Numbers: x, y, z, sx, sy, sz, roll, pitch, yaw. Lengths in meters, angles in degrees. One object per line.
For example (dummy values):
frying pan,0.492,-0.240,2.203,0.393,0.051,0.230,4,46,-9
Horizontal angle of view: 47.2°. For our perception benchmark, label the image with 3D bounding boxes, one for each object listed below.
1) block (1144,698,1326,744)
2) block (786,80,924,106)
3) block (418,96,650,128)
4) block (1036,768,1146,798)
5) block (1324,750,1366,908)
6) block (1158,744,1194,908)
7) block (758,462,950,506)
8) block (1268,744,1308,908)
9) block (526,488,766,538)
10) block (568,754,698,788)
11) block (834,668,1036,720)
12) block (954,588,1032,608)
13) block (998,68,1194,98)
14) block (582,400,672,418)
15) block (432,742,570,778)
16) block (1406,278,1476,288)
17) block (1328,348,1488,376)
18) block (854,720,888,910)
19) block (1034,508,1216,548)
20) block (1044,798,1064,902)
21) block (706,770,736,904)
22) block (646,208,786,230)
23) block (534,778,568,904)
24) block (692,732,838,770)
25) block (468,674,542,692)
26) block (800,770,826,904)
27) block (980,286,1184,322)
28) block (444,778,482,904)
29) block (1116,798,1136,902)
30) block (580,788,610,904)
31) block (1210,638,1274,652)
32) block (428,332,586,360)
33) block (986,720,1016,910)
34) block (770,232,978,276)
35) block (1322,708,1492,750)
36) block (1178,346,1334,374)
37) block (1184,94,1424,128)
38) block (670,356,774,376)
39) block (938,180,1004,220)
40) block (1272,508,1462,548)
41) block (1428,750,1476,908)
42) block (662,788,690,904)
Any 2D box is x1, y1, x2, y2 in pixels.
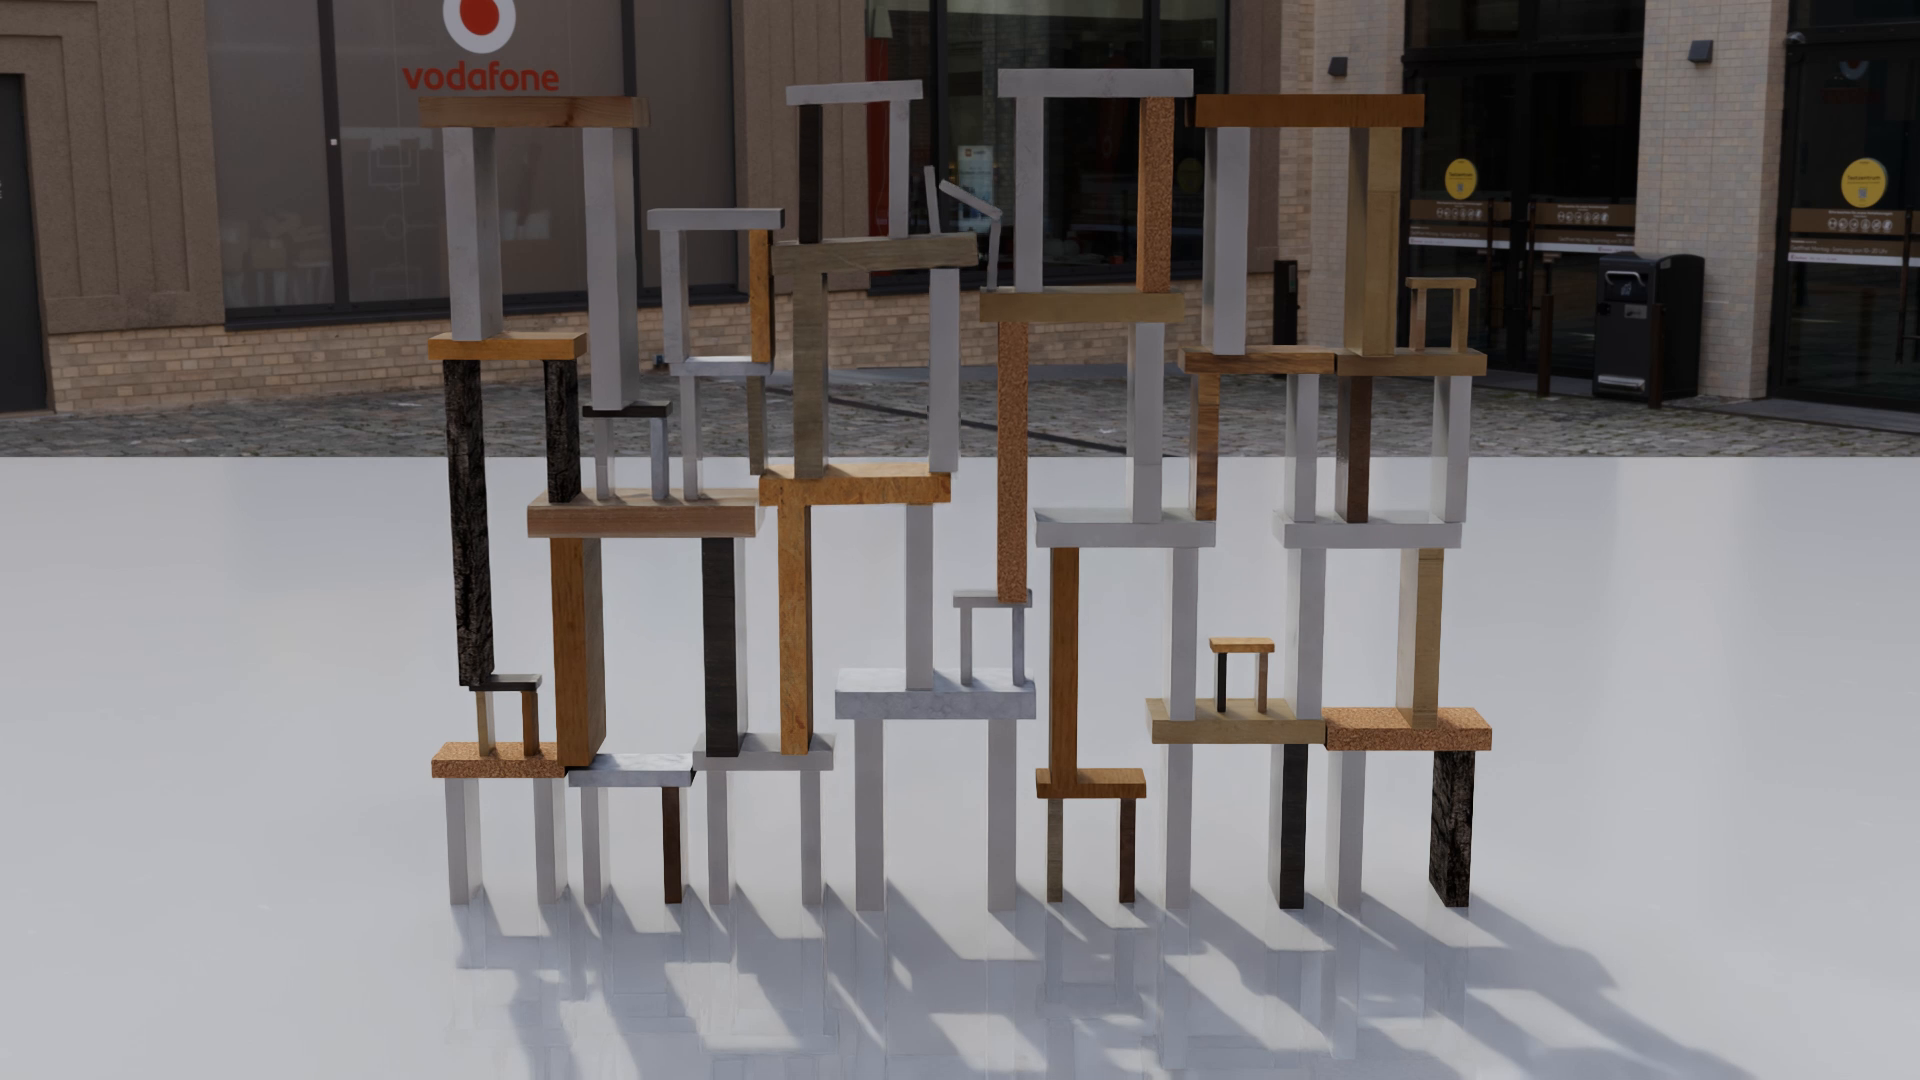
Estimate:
block,0.449,0.297,3.612,0.279,0.040,0.140,0,11,0
block,-0.163,-0.697,3.430,0.210,0.030,0.105,-3,11,0
block,-0.659,-0.667,3.426,0.326,0.046,0.163,0,11,2
block,0.215,0.402,3.637,0.178,0.025,0.089,0,11,0
block,0.638,0.459,3.646,0.038,0.266,0.133,0,11,0
block,0.356,0.453,3.641,0.040,0.279,0.140,0,11,0
block,-0.166,-0.091,3.541,0.301,0.043,0.151,-1,11,0
block,0.542,0.453,3.641,0.040,0.279,0.140,0,11,0
block,-0.502,-0.045,3.553,0.359,0.051,0.180,0,11,0
block,-0.539,0.380,3.633,0.199,0.028,0.099,0,11,0
block,-0.039,0.251,3.604,0.322,0.046,0.161,0,11,0
block,0.053,0.094,3.572,0.128,0.018,0.064,0,11,0
block,0.208,-0.711,3.428,0.298,0.042,0.149,0,11,0
block,-0.532,-0.210,3.518,0.133,0.019,0.067,0,11,1
block,-0.751,0.362,3.628,0.216,0.031,0.108,0,11,0
block,0.762,-0.408,3.488,0.101,0.014,0.050,0,11,0
block,0.709,-0.285,3.505,0.234,0.033,0.117,0,11,0
block,-0.147,0.432,3.638,0.046,0.322,0.161,0,11,0
block,0.263,-0.021,3.550,0.283,0.040,0.142,0,11,0
block,0.156,0.502,3.655,0.025,0.178,0.089,0,11,0
block,-0.396,0.477,3.652,0.032,0.229,0.114,0,11,0
block,-0.383,-0.507,3.468,0.207,0.029,0.103,0,11,0
block,-0.679,0.484,3.650,0.031,0.216,0.108,0,11,0
block,-0.320,0.349,3.628,0.229,0.032,0.114,0,11,0
block,-0.743,0.233,3.598,0.109,0.015,0.054,0,11,0
block,-0.244,0.477,3.652,0.032,0.229,0.114,0,11,0
block,0.190,-0.374,3.487,0.317,0.045,0.158,0,11,0
block,-0.823,0.484,3.650,0.031,0.216,0.108,0,11,0
block,0.275,0.502,3.655,0.025,0.178,0.089,0,11,0
block,-0.605,0.492,3.653,0.028,0.199,0.099,0,11,0
block,0.460,0.171,3.592,0.100,0.014,0.050,0,11,-1
block,-0.718,-0.309,3.499,0.228,0.032,0.114,0,11,0
block,0.068,0.432,3.638,0.046,0.322,0.161,0,11,0
block,-0.132,-0.453,3.471,0.319,0.045,0.159,-3,11,0
block,0.726,0.310,3.618,0.266,0.038,0.133,0,11,0
block,0.470,-0.288,3.509,0.234,0.033,0.117,0,11,0
block,0.533,-0.669,3.431,0.347,0.049,0.174,0,11,0
block,-0.379,-0.278,3.512,0.158,0.022,0.079,0,11,0
block,0.017,-0.535,3.456,0.108,0.015,0.054,28,10,-3
block,0.655,-0.019,3.557,0.281,0.040,0.140,0,11,0
block,0.815,0.459,3.646,0.038,0.266,0.133,0,11,0
block,-0.472,0.492,3.653,0.028,0.199,0.099,0,11,0
